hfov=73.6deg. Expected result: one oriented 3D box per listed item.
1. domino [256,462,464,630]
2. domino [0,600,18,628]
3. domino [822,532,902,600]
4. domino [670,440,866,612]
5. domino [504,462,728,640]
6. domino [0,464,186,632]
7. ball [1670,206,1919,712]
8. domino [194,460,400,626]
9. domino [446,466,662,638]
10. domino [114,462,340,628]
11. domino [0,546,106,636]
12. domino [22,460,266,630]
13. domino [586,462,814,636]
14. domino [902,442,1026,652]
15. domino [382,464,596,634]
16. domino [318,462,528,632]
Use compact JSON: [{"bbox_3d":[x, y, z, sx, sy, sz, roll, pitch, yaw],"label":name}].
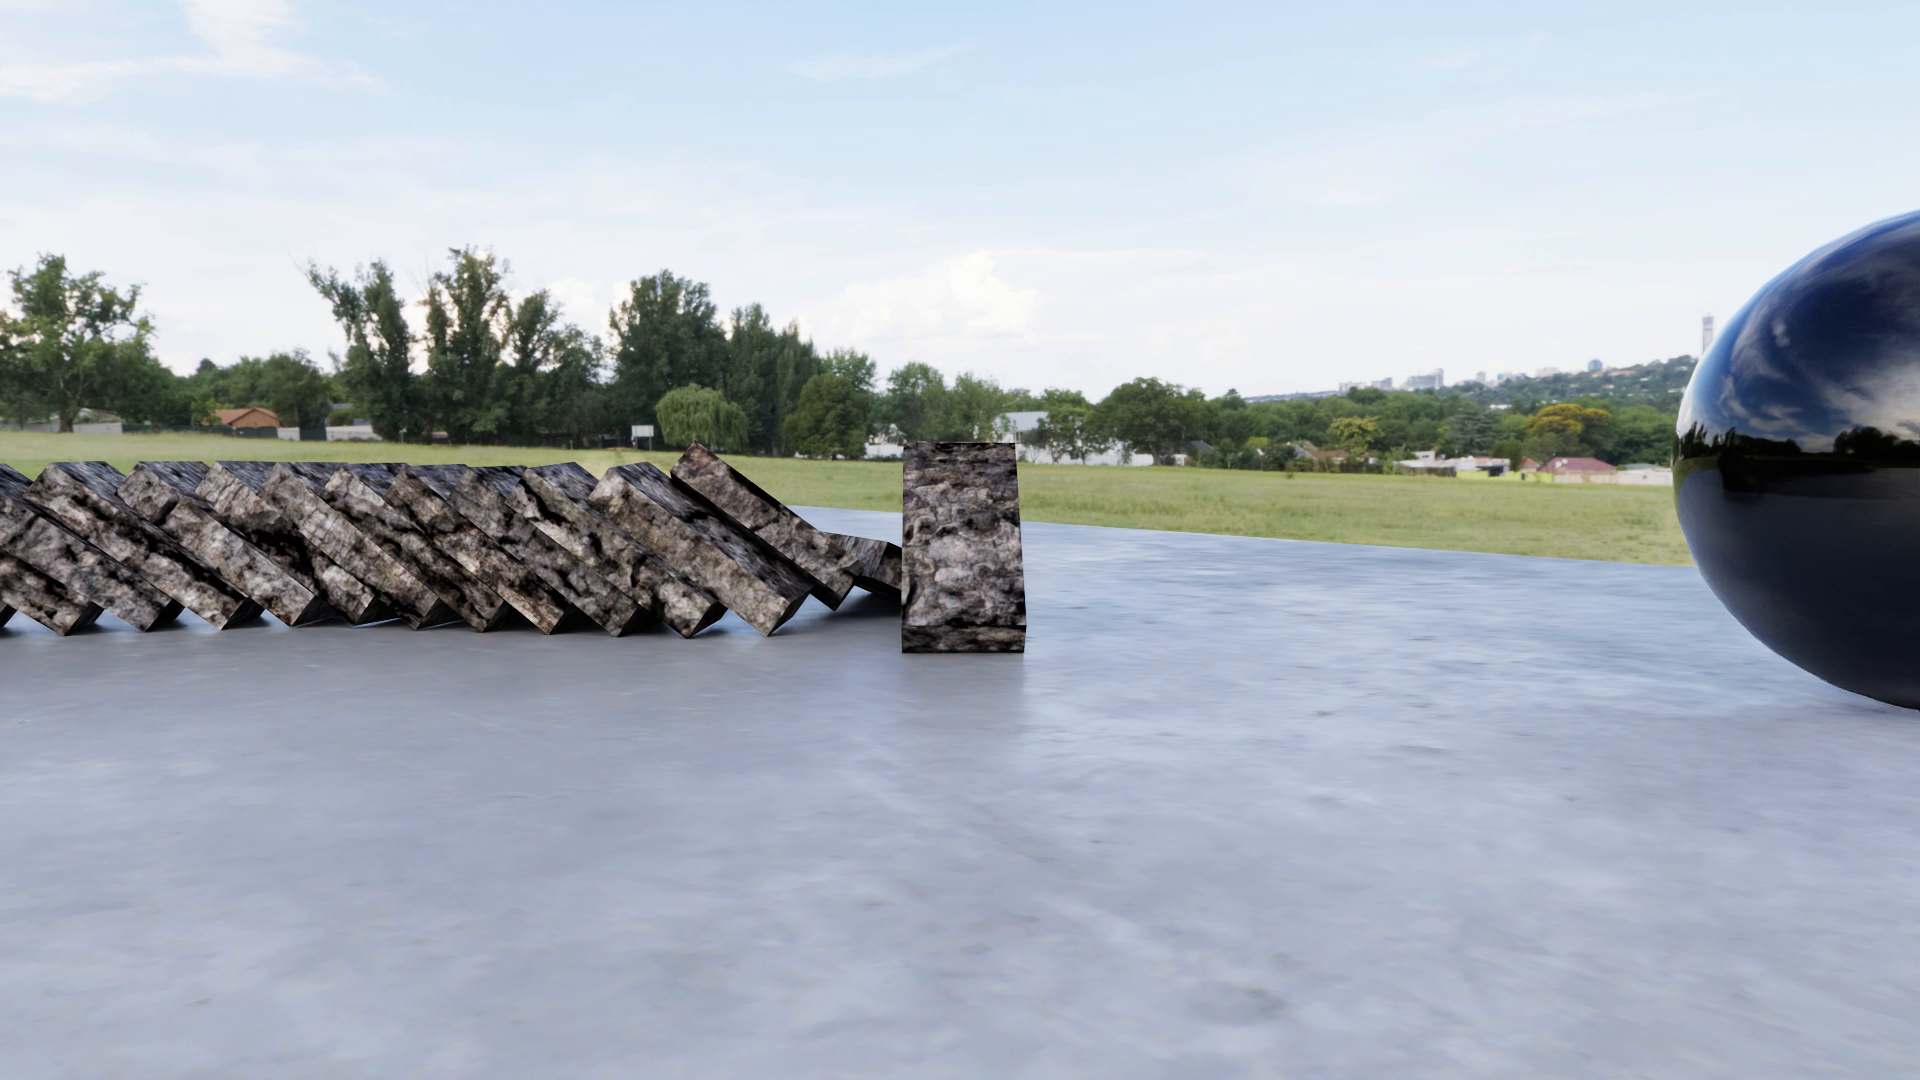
[{"bbox_3d":[-0.138,0.000,0.306,0.050,0.009,0.025,38,9,6],"label":"domino"},{"bbox_3d":[-0.233,0.003,0.280,0.050,0.009,0.025,39,-13,-23],"label":"domino"},{"bbox_3d":[-0.021,0.008,0.339,0.025,0.010,0.050,25,-8,-28],"label":"domino"},{"bbox_3d":[-0.047,-0.003,0.314,0.050,0.010,0.025,36,-15,-1],"label":"domino"},{"bbox_3d":[-0.075,0.002,0.292,0.050,0.010,0.025,37,9,1],"label":"domino"},{"bbox_3d":[-0.204,0.001,0.295,0.050,0.009,0.025,38,-7,-16],"label":"domino"},{"bbox_3d":[0.157,-0.013,0.201,0.080,0.080,0.080,0,4,0],"label":"ball"},{"bbox_3d":[-0.154,0.000,0.309,0.050,0.010,0.025,38,7,5],"label":"domino"},{"bbox_3d":[-0.090,0.002,0.296,0.050,0.010,0.025,37,10,6],"label":"domino"},{"bbox_3d":[-0.171,0.000,0.307,0.050,0.009,0.025,38,3,-2],"label":"domino"},{"bbox_3d":[-0.219,0.002,0.288,0.050,0.010,0.025,38,-9,-19],"label":"domino"},{"bbox_3d":[-0.188,0.001,0.301,0.050,0.010,0.025,38,-3,-10],"label":"domino"},{"bbox_3d":[-0.059,0.001,0.295,0.050,0.009,0.025,37,9,1],"label":"domino"},{"bbox_3d":[0.000,0.001,0.274,0.025,0.050,0.009,0,-39,-2],"label":"domino"},{"bbox_3d":[-0.106,0.001,0.300,0.050,0.009,0.025,38,10,6],"label":"domino"},{"bbox_3d":[-0.122,0.001,0.303,0.050,0.009,0.025,38,10,5],"label":"domino"}]
